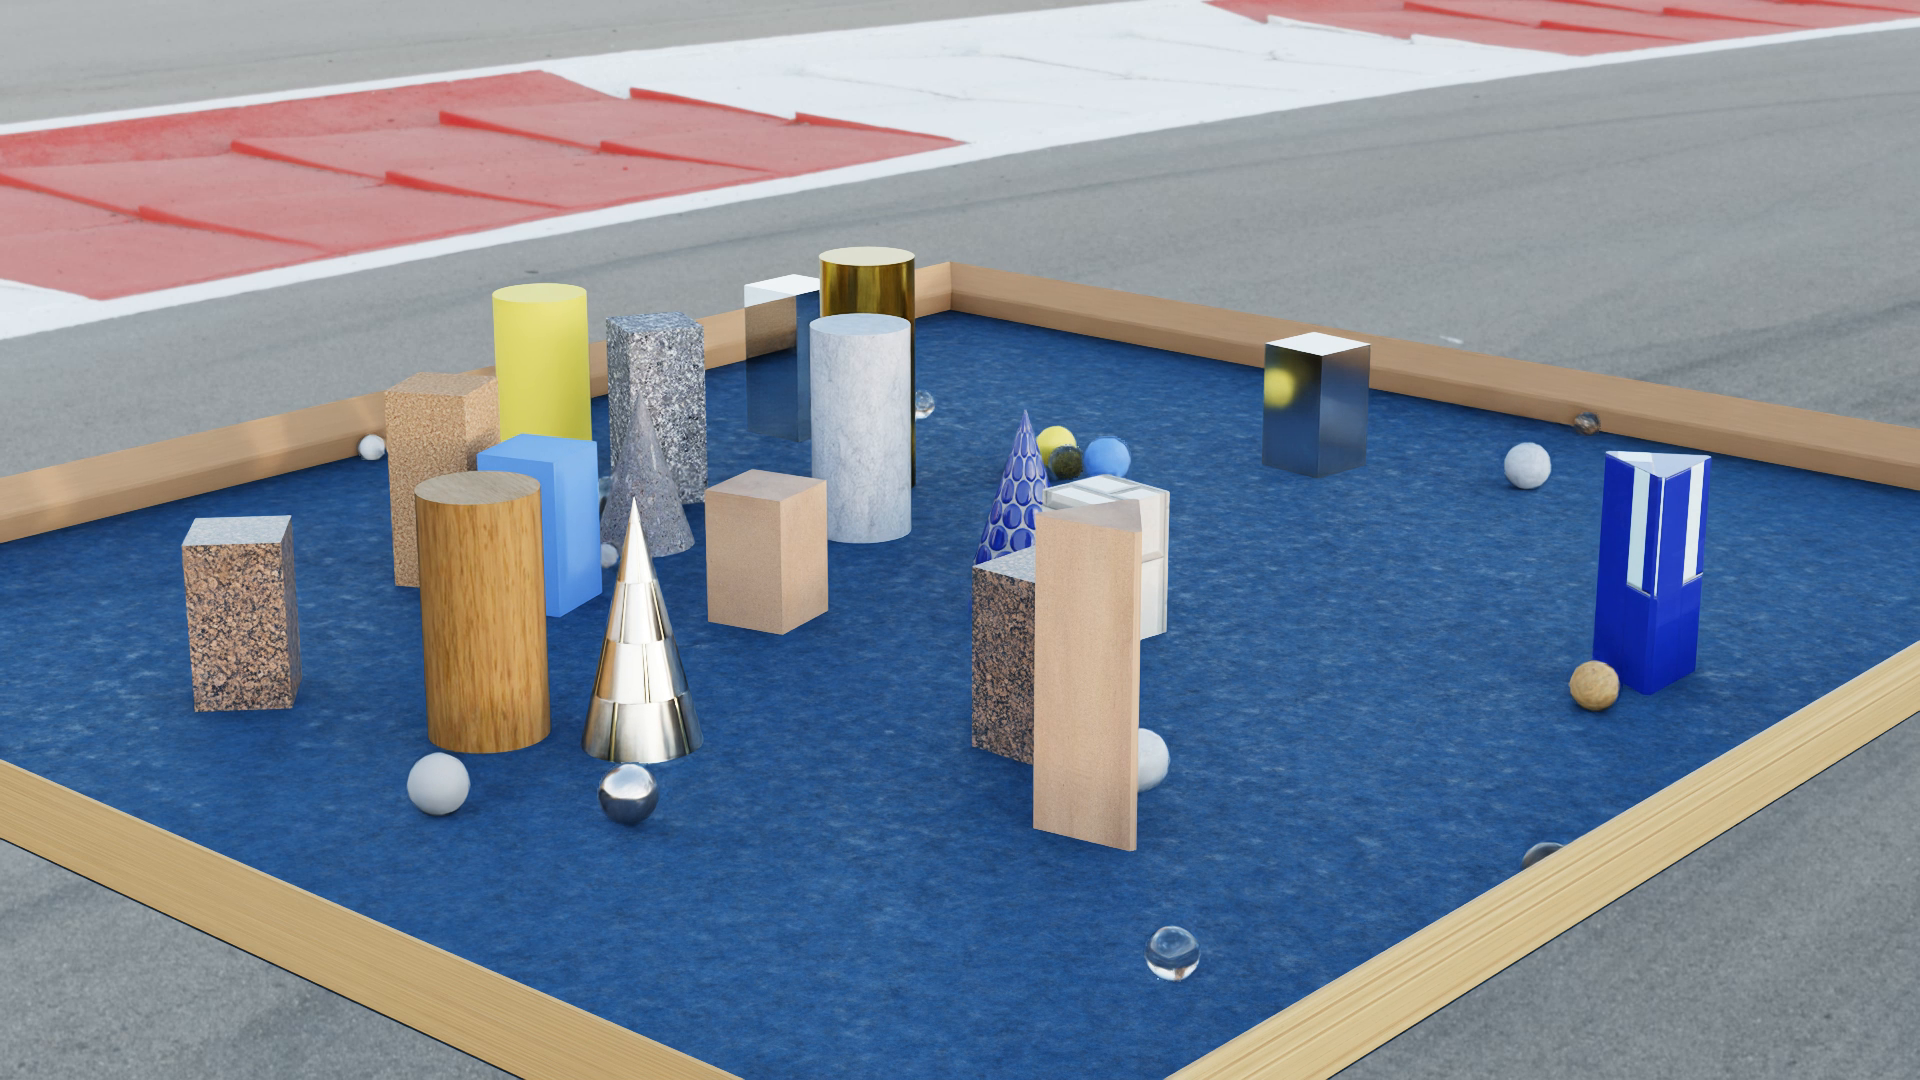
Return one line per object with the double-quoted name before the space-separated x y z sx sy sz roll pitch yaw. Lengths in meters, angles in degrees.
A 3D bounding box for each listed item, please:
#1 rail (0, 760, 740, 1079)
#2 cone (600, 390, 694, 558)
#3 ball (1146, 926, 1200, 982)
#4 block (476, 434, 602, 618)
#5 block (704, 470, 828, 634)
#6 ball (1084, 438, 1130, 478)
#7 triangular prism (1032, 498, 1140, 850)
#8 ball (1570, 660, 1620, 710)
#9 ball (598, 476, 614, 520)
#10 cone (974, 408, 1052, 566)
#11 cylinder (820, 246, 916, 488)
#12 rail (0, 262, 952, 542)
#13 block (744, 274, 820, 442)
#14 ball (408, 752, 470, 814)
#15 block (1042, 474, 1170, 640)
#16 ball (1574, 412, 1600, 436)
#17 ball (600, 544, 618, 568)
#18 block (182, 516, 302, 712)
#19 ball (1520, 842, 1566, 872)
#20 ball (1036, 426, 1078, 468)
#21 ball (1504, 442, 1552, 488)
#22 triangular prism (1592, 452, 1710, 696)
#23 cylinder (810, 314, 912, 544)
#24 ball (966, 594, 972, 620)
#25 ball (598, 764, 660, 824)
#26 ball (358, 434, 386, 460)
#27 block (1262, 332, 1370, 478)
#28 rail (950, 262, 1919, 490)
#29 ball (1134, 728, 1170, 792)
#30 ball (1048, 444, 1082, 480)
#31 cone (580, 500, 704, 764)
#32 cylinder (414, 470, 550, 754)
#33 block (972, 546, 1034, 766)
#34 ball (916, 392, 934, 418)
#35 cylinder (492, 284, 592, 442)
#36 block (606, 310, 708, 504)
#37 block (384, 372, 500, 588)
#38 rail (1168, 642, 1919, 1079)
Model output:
"rail" -1.113 0.401 3.894 3.055 0.121 0.045 14 22 39
"cone" -0.583 -0.136 5.371 0.186 0.295 0.186 0 17 0
"ball" 0.263 0.511 3.626 0.068 0.068 0.068 0 17 0
"block" -0.723 -0.027 5.050 0.148 0.273 0.148 7 18 21
"block" -0.327 0.018 4.970 0.148 0.232 0.148 9 19 27
"ball" 0.290 -0.156 5.790 0.092 0.092 0.092 0 17 0
"triangular prism" 0.207 0.179 4.054 0.161 0.456 0.139 10 20 31
"ball" 0.986 0.226 4.553 0.077 0.077 0.077 0 17 0
"ball" -0.662 -0.076 5.532 0.088 0.088 0.088 0 17 0
"cone" 0.116 -0.098 5.260 0.186 0.288 0.186 0 17 0
"cylinder" -0.180 -0.331 5.737 0.186 0.457 0.186 0 17 0
"rail" -1.136 -0.255 6.065 0.045 0.121 3.443 14 22 39
"block" -0.345 -0.383 6.158 0.148 0.313 0.148 14 22 38
"ball" -0.736 0.344 4.143 0.088 0.088 0.088 0 17 0
"block" 0.242 0.035 4.893 0.148 0.245 0.148 -14 22 -39
"ball" 1.315 -0.244 6.153 0.050 0.050 0.050 0 17 0
"ball" -0.636 0.029 5.263 0.043 0.043 0.043 0 17 0
"block" -1.122 0.114 4.590 0.148 0.270 0.148 -2 17 -6
"ball" 0.777 0.435 3.869 0.073 0.073 0.073 0 17 0
"ball" 0.193 -0.185 5.897 0.086 0.086 0.086 0 17 0
"ball" 1.115 -0.146 5.757 0.092 0.092 0.092 0 17 0
"triangular prism" 1.082 0.043 4.673 0.139 0.357 0.161 14 22 38
"cylinder" -0.184 -0.209 5.444 0.186 0.392 0.186 0 17 0
"ball" 0.050 0.112 4.927 0.078 0.078 0.078 0 17 0
"ball" -0.464 0.357 4.109 0.084 0.084 0.084 0 17 0
"ball" -1.195 -0.188 5.962 0.053 0.053 0.053 0 17 0
"block" 0.716 -0.272 5.899 0.148 0.251 0.148 -15 22 -40
"rail" 1.113 -0.341 6.348 3.055 0.121 0.045 14 22 39
"ball" 0.256 0.317 4.224 0.093 0.093 0.093 0 17 0
"ball" 0.209 -0.155 5.827 0.069 0.069 0.069 0 17 0
"cone" -0.480 0.120 4.371 0.186 0.385 0.186 0 17 0
"cylinder" -0.717 0.107 4.411 0.186 0.387 0.186 0 17 0
"block" 0.123 0.173 4.373 0.148 0.283 0.148 14 22 39
"ball" -0.084 -0.289 6.287 0.059 0.059 0.059 0 17 0
"cylinder" -0.834 -0.319 5.868 0.186 0.358 0.186 0 17 0
"block" -0.585 -0.252 5.665 0.148 0.347 0.148 -7 18 -22
"block" -0.905 -0.104 5.168 0.148 0.352 0.148 4 17 14
"rail" 1.136 0.316 4.177 0.045 0.121 3.443 14 22 39
